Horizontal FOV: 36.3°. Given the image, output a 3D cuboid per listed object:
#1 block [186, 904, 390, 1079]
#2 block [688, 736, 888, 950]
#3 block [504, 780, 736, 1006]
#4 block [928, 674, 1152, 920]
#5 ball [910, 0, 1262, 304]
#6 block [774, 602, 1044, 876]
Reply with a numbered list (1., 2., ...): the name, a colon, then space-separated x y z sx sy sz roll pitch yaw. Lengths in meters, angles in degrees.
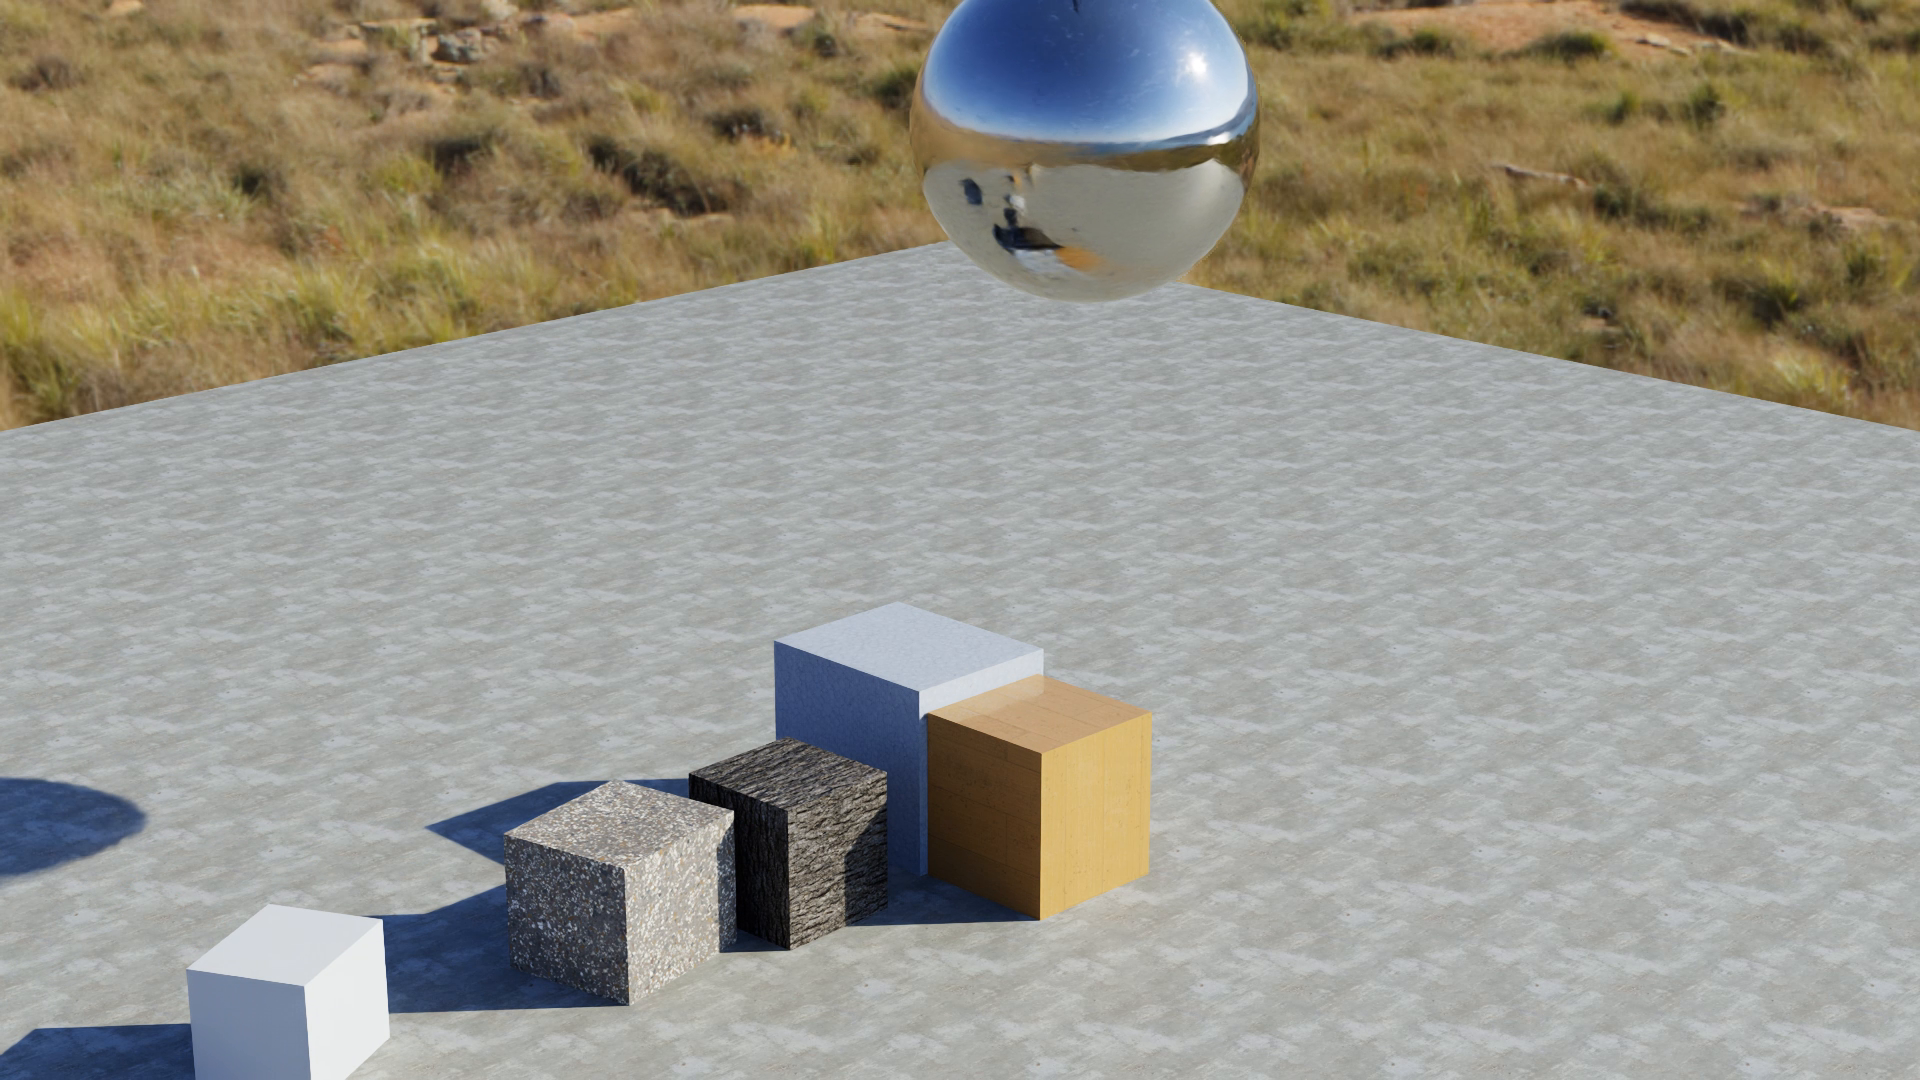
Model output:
1. block: -2.654 1.839 11.622 0.512 0.523 0.628 5 18 16
2. block: -0.759 1.335 13.006 0.631 0.653 0.602 16 23 41
3. block: -1.447 1.495 12.555 0.658 0.619 0.732 11 21 32
4. block: 0.360 1.155 13.345 0.723 0.794 0.710 -17 24 -42
5. ball: 0.570 -1.879 13.348 1.600 1.600 1.600 0 17 0
6. block: -0.244 0.921 13.909 0.810 0.902 0.984 -17 24 -42
